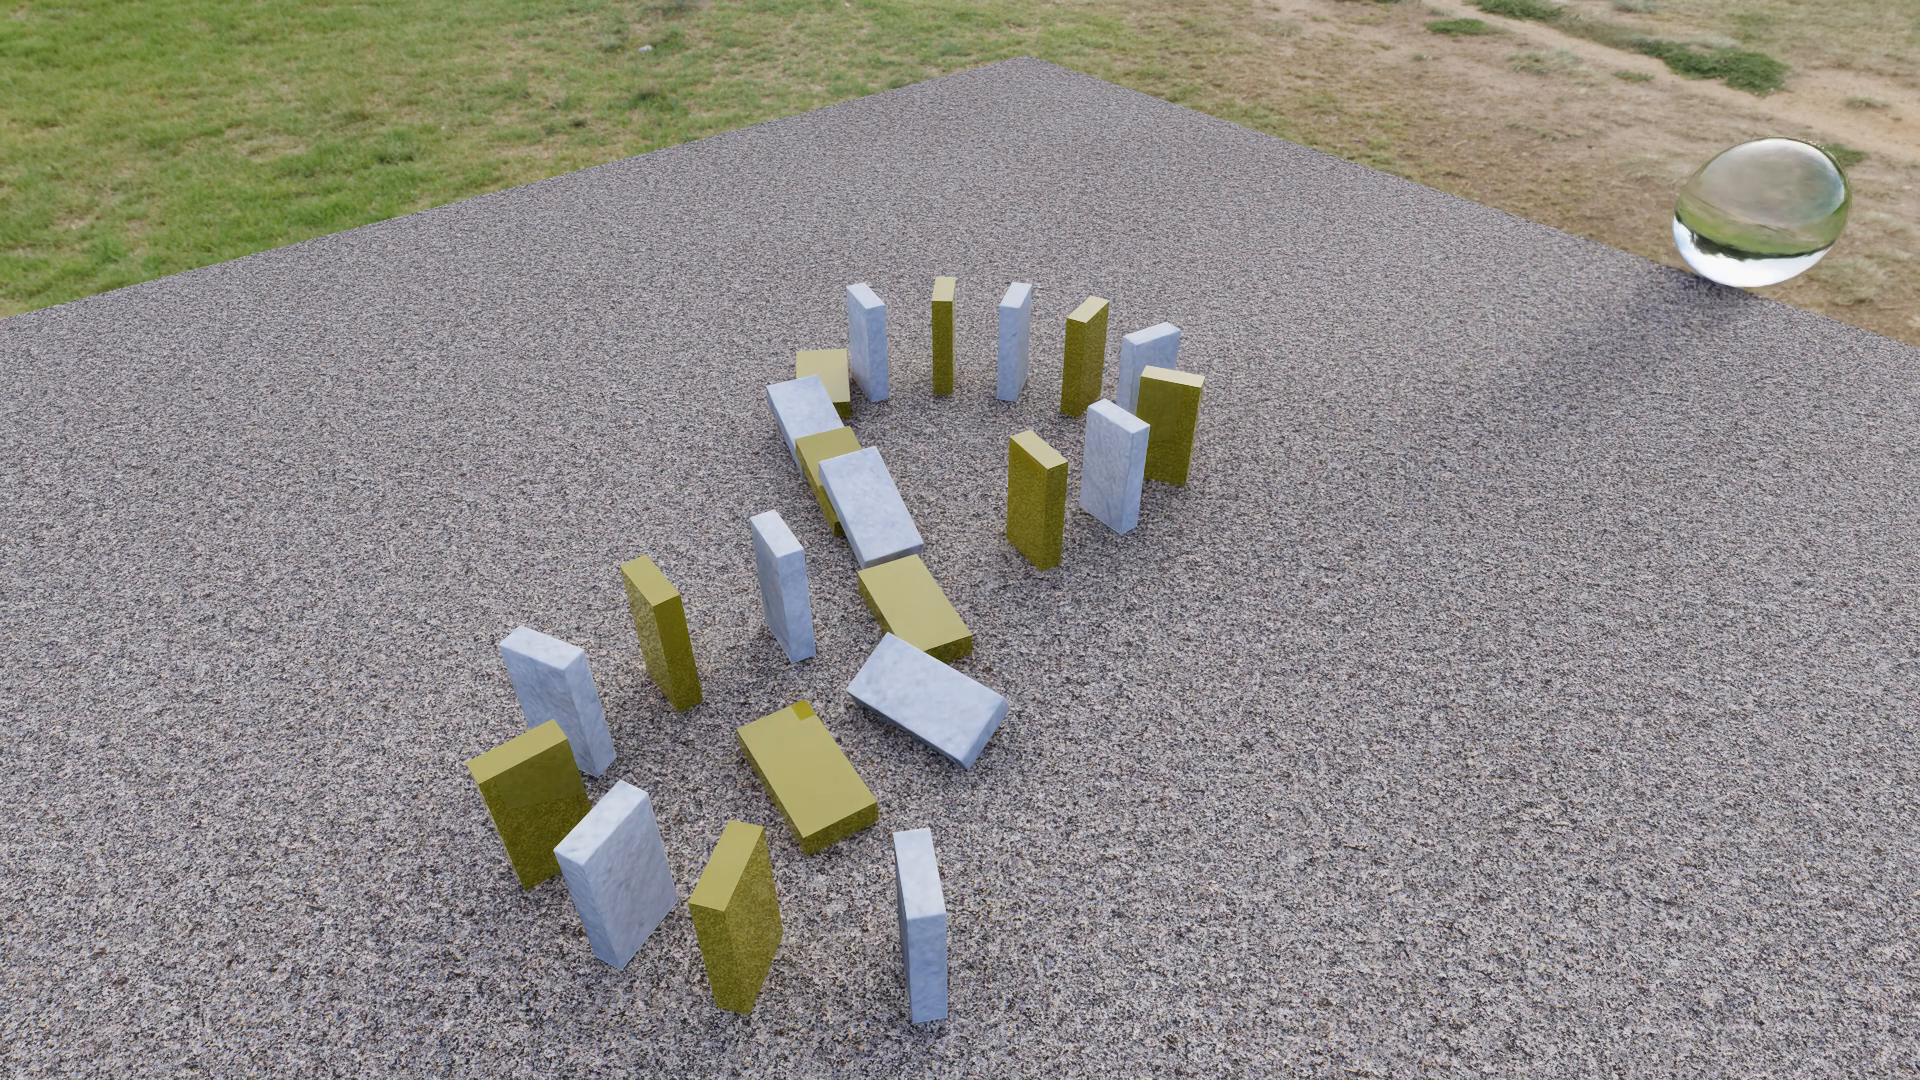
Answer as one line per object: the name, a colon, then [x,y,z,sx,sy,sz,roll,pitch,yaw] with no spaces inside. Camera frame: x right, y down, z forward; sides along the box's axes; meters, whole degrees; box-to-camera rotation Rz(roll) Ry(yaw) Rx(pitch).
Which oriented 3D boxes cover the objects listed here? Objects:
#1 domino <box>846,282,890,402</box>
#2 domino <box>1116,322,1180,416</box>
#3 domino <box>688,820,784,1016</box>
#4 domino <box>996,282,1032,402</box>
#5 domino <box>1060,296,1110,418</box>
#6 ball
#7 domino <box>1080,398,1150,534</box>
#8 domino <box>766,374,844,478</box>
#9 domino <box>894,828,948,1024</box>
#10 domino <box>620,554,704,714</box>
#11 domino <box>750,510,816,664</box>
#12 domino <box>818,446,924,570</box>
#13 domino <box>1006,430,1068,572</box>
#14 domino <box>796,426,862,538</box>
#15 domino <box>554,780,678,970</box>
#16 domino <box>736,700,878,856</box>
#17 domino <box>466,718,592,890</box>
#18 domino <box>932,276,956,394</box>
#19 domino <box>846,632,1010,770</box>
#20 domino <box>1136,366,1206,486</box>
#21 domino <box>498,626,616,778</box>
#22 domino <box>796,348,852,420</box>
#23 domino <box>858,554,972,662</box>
domino: [-0.044,-0.094,0.527,0.009,0.050,0.025,-17,42,-20]
domino: [0.084,-0.071,0.499,0.025,0.050,0.010,-22,44,-24]
domino: [-0.058,0.100,0.290,0.010,0.050,0.025,9,40,11]
domino: [0.026,-0.095,0.527,0.010,0.050,0.025,10,40,12]
domino: [0.058,-0.086,0.516,0.009,0.050,0.025,21,44,23]
ball: [0.442,-0.181,0.610,0.080,0.080,0.080,0,39,0]
domino: [0.062,-0.030,0.448,0.010,0.050,0.025,-27,46,-29]
domino: [-0.068,-0.052,0.498,0.025,0.010,0.050,-16,56,-19]
domino: [-0.010,0.101,0.288,0.010,0.050,0.025,-7,40,-8]
domino: [-0.101,0.032,0.372,0.010,0.050,0.025,-26,46,-28]
domino: [-0.063,0.017,0.391,0.009,0.050,0.025,-20,43,-23]
domino: [-0.037,-0.013,0.445,0.025,0.010,0.050,-18,63,-19]
domino: [0.030,-0.015,0.430,0.009,0.050,0.025,-21,44,-24]
domino: [-0.050,-0.026,0.466,0.025,0.009,0.050,-16,54,-19]
domino: [-0.092,0.092,0.299,0.009,0.050,0.025,18,43,21]
domino: [-0.049,0.075,0.352,0.025,0.009,0.050,-22,44,-24]
domino: [-0.121,0.077,0.317,0.025,0.050,0.009,-27,47,-29]
domino: [-0.008,-0.099,0.532,0.010,0.050,0.025,2,39,3]
domino: [-0.011,0.054,0.371,0.050,0.010,0.025,26,70,28]
domino: [0.088,-0.048,0.471,0.025,0.050,0.009,14,41,16]
domino: [-0.127,0.052,0.348,0.025,0.050,0.010,17,42,19]
domino: [-0.067,-0.076,0.536,0.025,0.009,0.050,-4,40,-5]
domino: [-0.018,0.027,0.411,0.025,0.009,0.050,-17,42,-19]
